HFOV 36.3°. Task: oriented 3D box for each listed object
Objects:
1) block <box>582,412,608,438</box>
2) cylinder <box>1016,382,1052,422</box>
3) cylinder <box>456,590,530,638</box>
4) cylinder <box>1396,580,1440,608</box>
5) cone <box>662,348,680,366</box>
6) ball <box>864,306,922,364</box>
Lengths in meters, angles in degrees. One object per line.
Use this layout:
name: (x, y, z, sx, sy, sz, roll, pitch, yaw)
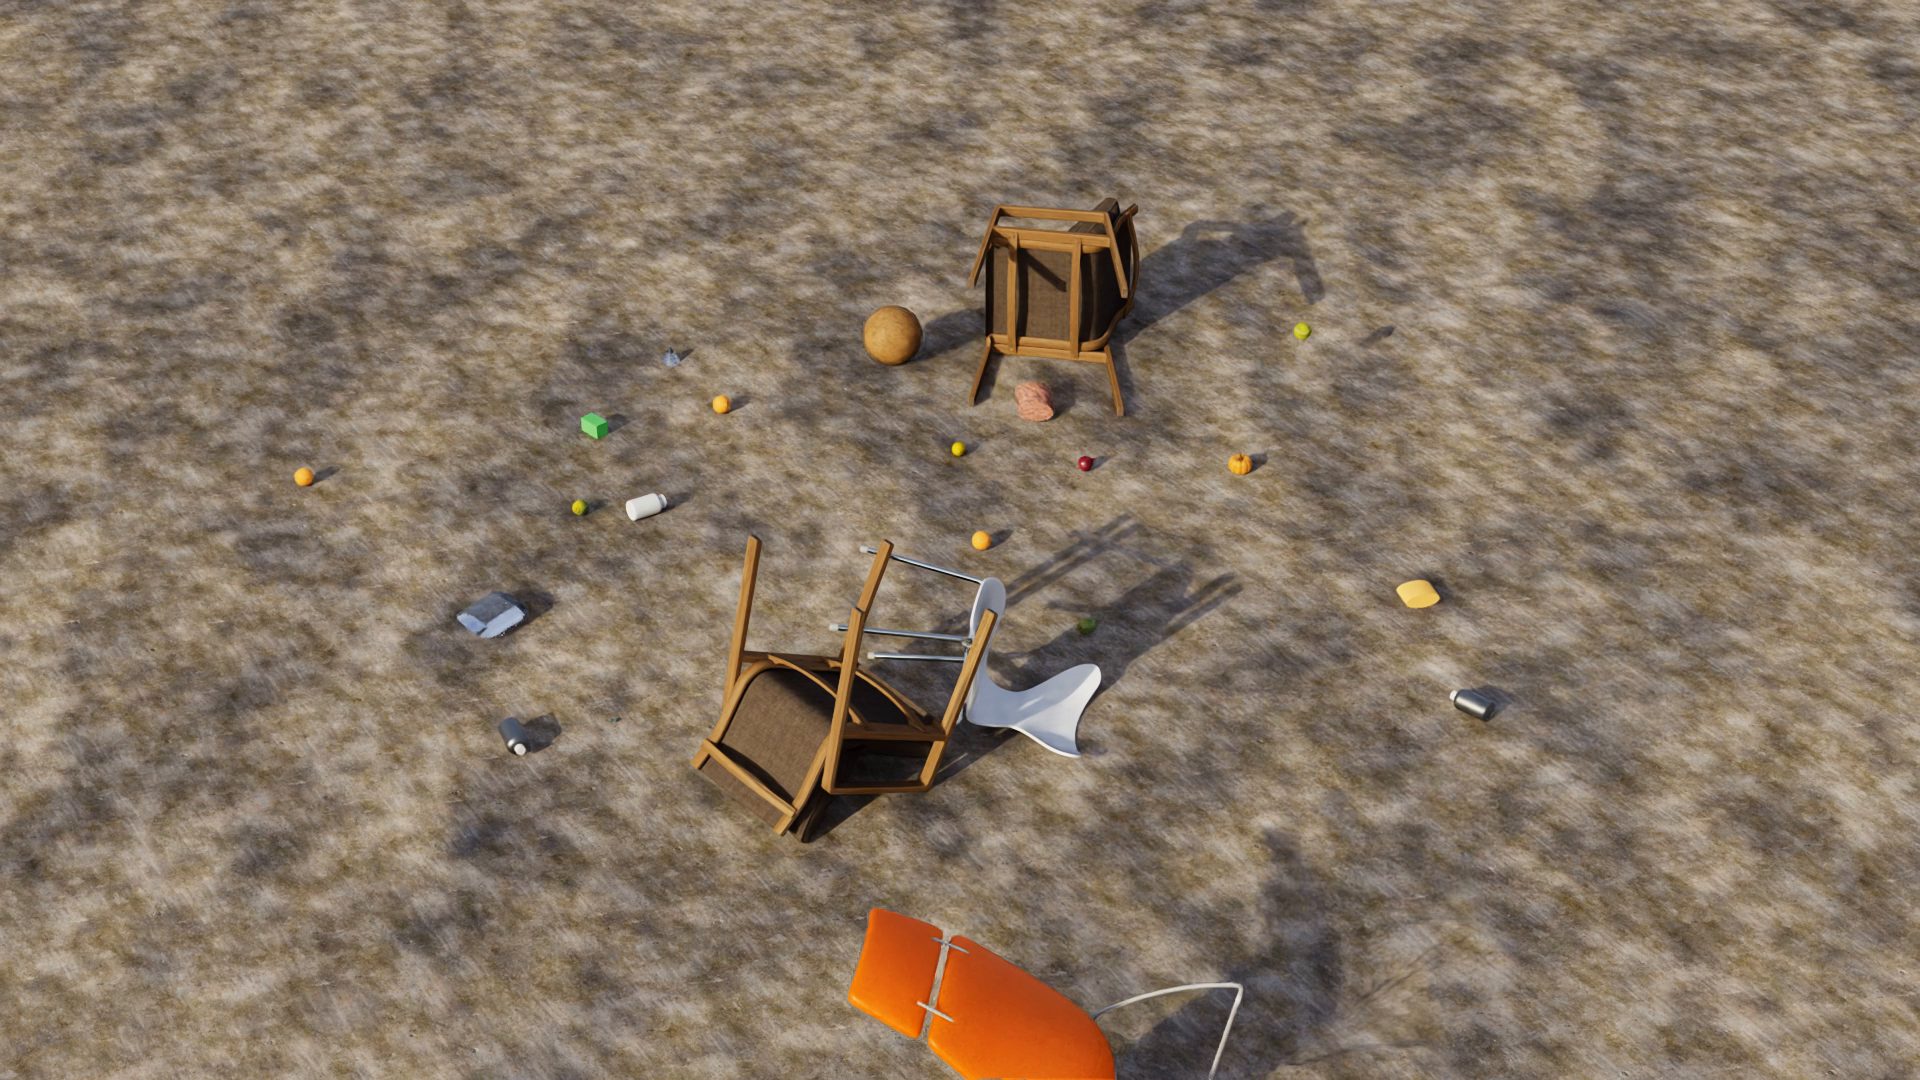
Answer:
block: (-1.443, -0.451, 11.577, 0.055, 0.058, 0.097, -29, 43, -36)
cylinder: (0.295, -0.552, 11.701, 0.138, 0.088, 0.163, 1, 33, -6)
cylinder: (-1.669, 0.266, 10.475, 0.192, 0.072, 0.176, 25, 41, 30)
cylinder: (1.655, 0.196, 10.595, 0.130, 0.058, 0.092, -9, 34, -12)
cone: (-1.189, -0.767, 12.048, 0.073, 0.067, 0.096, -7, 34, -10)
ball: (-0.274, -0.840, 11.998, 0.242, 0.242, 0.242, 0, 33, 0)
